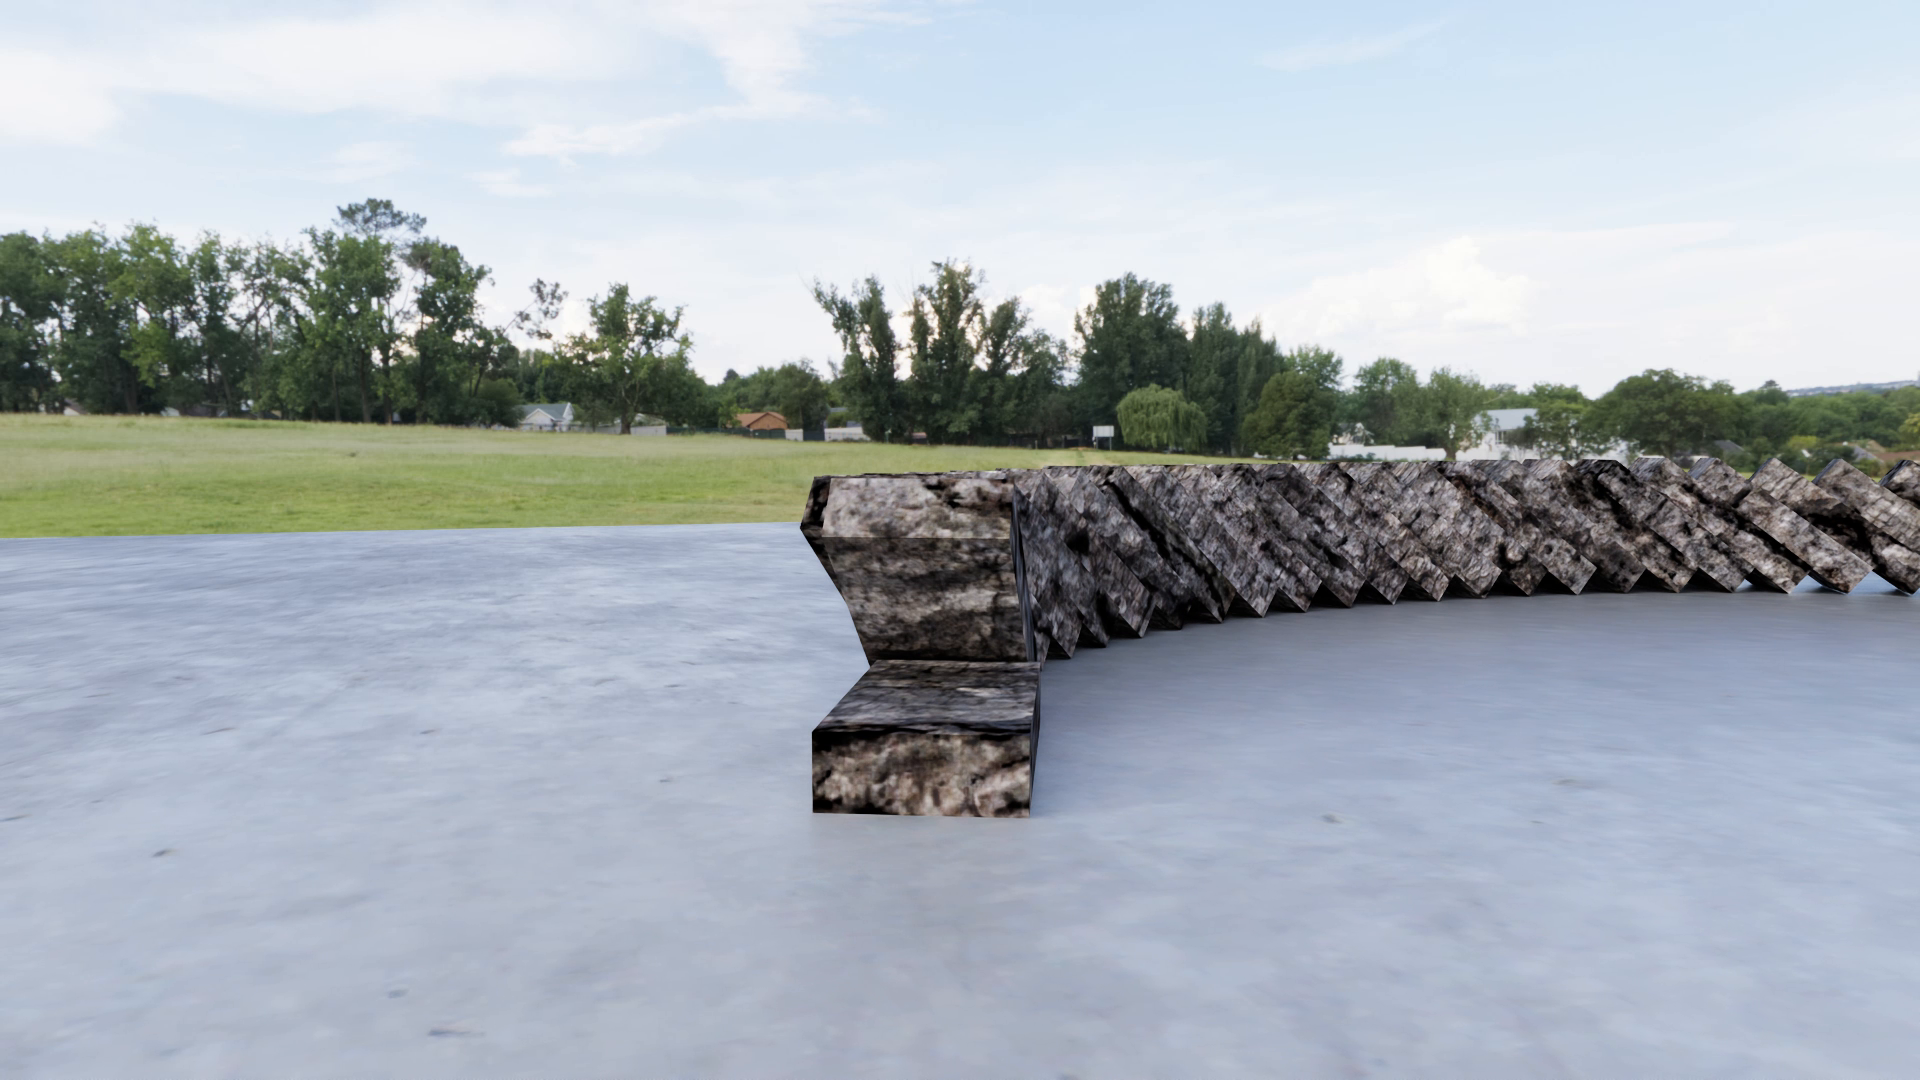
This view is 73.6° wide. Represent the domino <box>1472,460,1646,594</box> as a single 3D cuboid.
[{"bbox_3d":[0.171,-0.004,0.374,0.050,0.009,0.025,37,0,-7],"label":"domino"}]

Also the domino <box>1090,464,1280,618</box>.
[{"bbox_3d":[0.053,0.000,0.313,0.050,0.009,0.025,41,-20,-31],"label":"domino"}]

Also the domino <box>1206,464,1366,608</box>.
[{"bbox_3d":[0.080,-0.001,0.333,0.050,0.010,0.025,39,-14,-25],"label":"domino"}]

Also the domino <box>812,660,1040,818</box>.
[{"bbox_3d":[-0.002,0.025,0.171,0.025,0.010,0.050,0,4,5],"label":"domino"}]

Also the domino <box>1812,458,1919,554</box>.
[{"bbox_3d":[0.269,-0.004,0.365,0.050,0.009,0.025,43,22,21],"label":"domino"}]

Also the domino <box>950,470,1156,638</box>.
[{"bbox_3d":[0.019,0.003,0.275,0.025,0.009,0.050,4,-30,42],"label":"domino"}]

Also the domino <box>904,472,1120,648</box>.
[{"bbox_3d":[0.010,0.004,0.261,0.025,0.009,0.050,3,-30,39],"label":"domino"}]

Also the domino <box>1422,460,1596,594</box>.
[{"bbox_3d":[0.155,-0.004,0.369,0.050,0.009,0.025,37,-3,-11],"label":"domino"}]

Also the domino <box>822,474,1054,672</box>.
[{"bbox_3d":[-0.004,0.007,0.228,0.025,0.009,0.050,2,-32,28],"label":"domino"}]

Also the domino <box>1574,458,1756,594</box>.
[{"bbox_3d":[0.204,-0.005,0.378,0.050,0.009,0.025,38,5,0],"label":"domino"}]

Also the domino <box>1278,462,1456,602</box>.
[{"bbox_3d":[0.108,-0.002,0.350,0.050,0.009,0.025,37,-10,-20],"label":"domino"}]

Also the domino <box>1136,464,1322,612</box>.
[{"bbox_3d":[0.066,0.000,0.323,0.050,0.009,0.025,39,-17,-28],"label":"domino"}]

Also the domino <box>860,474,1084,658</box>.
[{"bbox_3d":[0.002,0.006,0.245,0.025,0.009,0.050,2,-31,33],"label":"domino"}]

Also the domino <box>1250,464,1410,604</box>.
[{"bbox_3d":[0.094,-0.002,0.342,0.050,0.009,0.025,38,-12,-23],"label":"domino"}]

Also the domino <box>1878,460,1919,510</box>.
[{"bbox_3d":[0.283,-0.003,0.357,0.050,0.009,0.025,43,23,21],"label":"domino"}]

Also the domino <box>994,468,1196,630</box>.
[{"bbox_3d":[0.029,0.002,0.289,0.025,0.009,0.050,5,-30,46],"label":"domino"}]

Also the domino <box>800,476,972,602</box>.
[{"bbox_3d":[-0.005,0.008,0.210,0.025,0.009,0.050,1,-32,17],"label":"domino"}]

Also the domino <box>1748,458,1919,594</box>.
[{"bbox_3d":[0.255,-0.005,0.374,0.050,0.009,0.025,43,21,20],"label":"domino"}]

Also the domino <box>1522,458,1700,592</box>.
[{"bbox_3d":[0.188,-0.005,0.377,0.050,0.009,0.025,37,3,-3],"label":"domino"}]

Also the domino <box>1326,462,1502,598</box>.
[{"bbox_3d":[0.124,-0.003,0.357,0.050,0.009,0.025,37,-8,-18],"label":"domino"}]

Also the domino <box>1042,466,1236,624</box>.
[{"bbox_3d":[0.041,0.001,0.301,0.025,0.009,0.050,5,-30,50],"label":"domino"}]

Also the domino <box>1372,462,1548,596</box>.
[{"bbox_3d":[0.139,-0.003,0.363,0.050,0.009,0.025,37,-6,-15],"label":"domino"}]

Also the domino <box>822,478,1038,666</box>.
[{"bbox_3d":[-0.003,0.009,0.192,0.025,0.009,0.050,1,-33,8],"label":"domino"}]

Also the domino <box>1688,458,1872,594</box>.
[{"bbox_3d":[0.239,-0.005,0.378,0.050,0.010,0.025,41,16,13],"label":"domino"}]

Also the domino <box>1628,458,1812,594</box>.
[{"bbox_3d":[0.221,-0.005,0.378,0.050,0.009,0.025,39,10,5],"label":"domino"}]
